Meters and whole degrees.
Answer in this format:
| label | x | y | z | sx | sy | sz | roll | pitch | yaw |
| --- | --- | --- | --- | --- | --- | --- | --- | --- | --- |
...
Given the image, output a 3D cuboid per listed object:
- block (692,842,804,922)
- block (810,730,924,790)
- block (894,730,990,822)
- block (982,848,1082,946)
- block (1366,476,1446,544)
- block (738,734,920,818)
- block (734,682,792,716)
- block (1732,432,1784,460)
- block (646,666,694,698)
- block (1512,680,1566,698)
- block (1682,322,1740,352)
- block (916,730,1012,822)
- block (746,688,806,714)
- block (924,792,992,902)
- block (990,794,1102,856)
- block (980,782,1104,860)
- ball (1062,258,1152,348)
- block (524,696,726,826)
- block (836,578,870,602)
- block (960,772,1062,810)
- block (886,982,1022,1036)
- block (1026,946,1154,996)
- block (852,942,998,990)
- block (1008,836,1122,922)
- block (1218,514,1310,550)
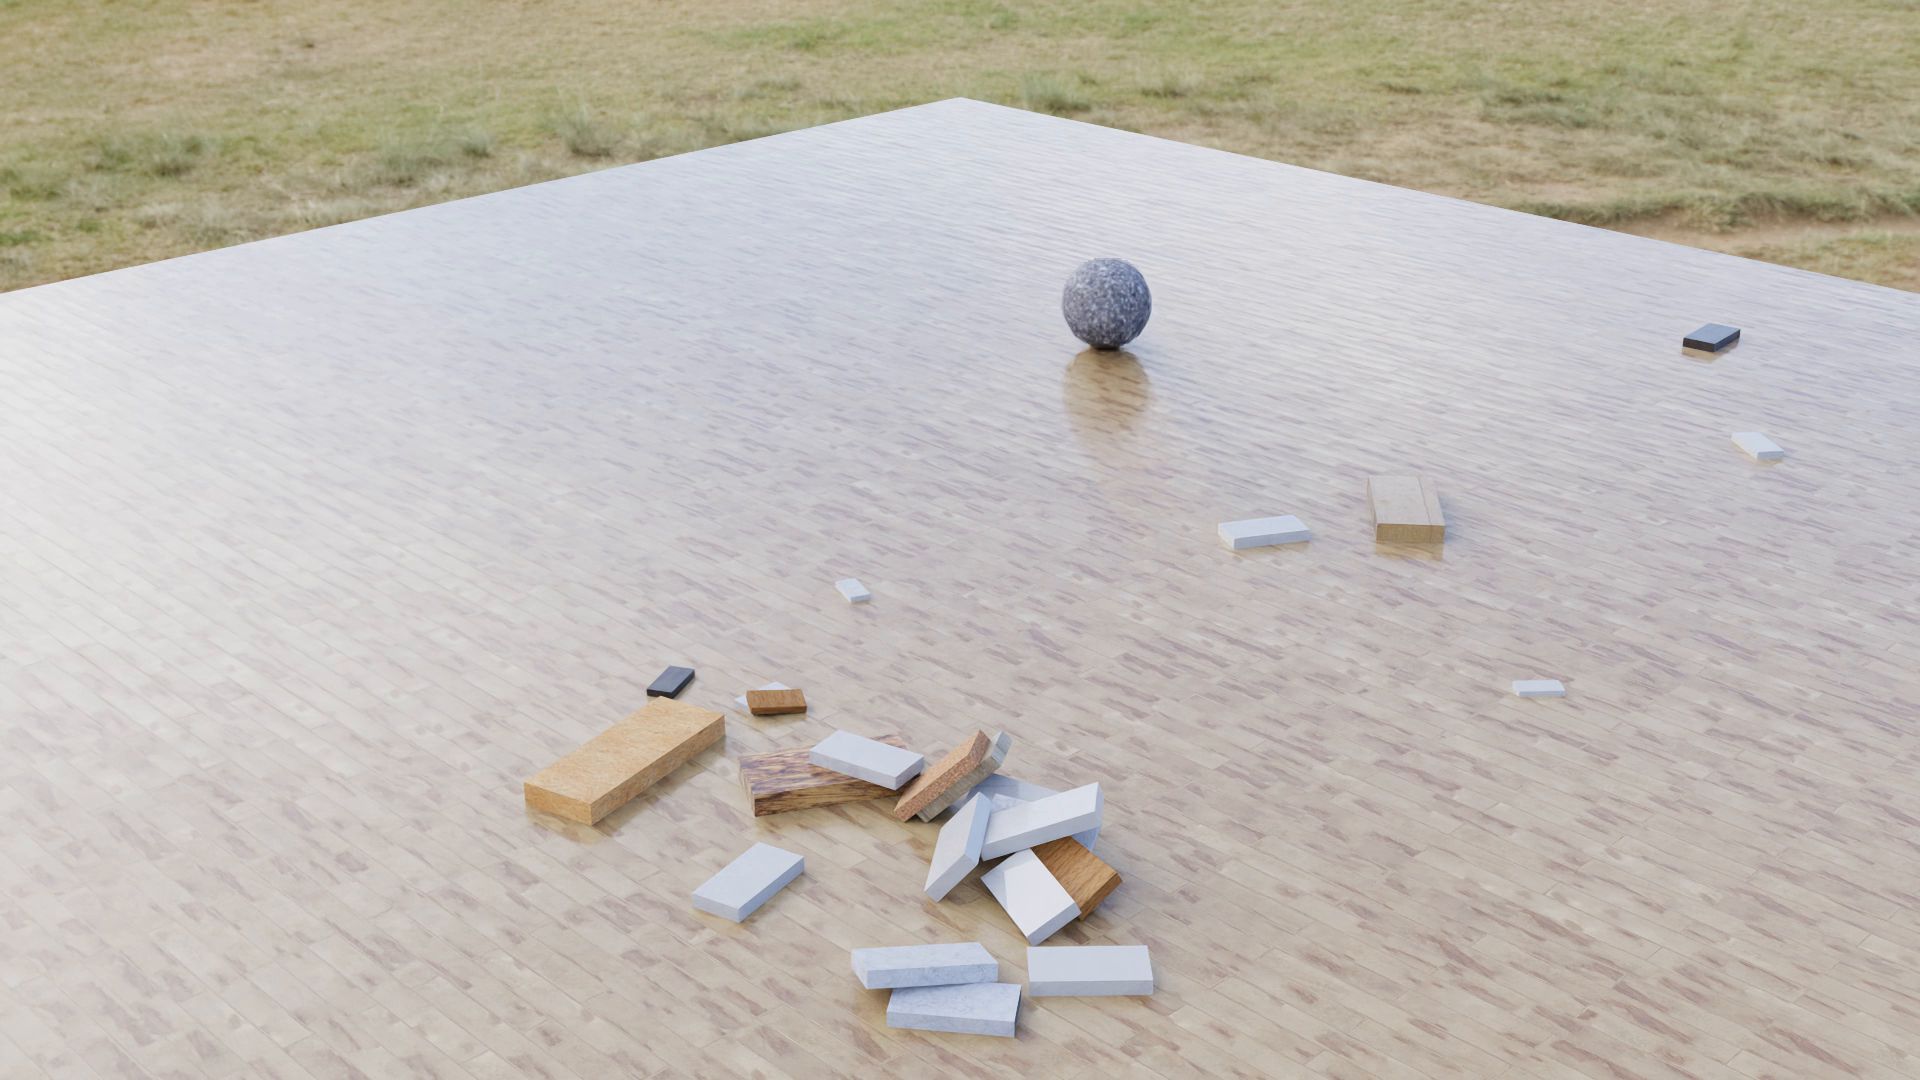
| label | x | y | z | sx | sy | sz | roll | pitch | yaw |
| --- | --- | --- | --- | --- | --- | --- | --- | --- | --- |
| block | -0.402 | 0.650 | 4.189 | 0.108 | 0.030 | 0.215 | 13 | 26 | 28 |
| block | -0.192 | 0.452 | 4.531 | 0.213 | 0.030 | 0.107 | 14 | 27 | 29 |
| block | -0.036 | 0.474 | 4.423 | 0.215 | 0.030 | 0.108 | -40 | 9 | 25 |
| block | 0.131 | 0.662 | 4.100 | 0.108 | 0.031 | 0.217 | -35 | 31 | -7 |
| block | 1.193 | -0.085 | 5.899 | 0.174 | 0.049 | 0.347 | 2 | 23 | 5 |
| block | -0.273 | 0.485 | 4.555 | 0.347 | 0.049 | 0.174 | -7 | 24 | -15 |
| block | -0.436 | 0.353 | 4.906 | 0.062 | 0.018 | 0.124 | 21 | 30 | 40 |
| block | 2.313 | -0.274 | 6.379 | 0.080 | 0.023 | 0.160 | -3 | 23 | -7 |
| block | -0.654 | 0.322 | 4.979 | 0.062 | 0.018 | 0.124 | 7 | 24 | 16 |
| block | 1.303 | 0.335 | 4.953 | 0.104 | 0.015 | 0.052 | -1 | 23 | -2 |
| block | 2.498 | -0.673 | 7.308 | 0.107 | 0.030 | 0.213 | 18 | 29 | 37 |
| block | 0.008 | 0.476 | 4.419 | 0.215 | 0.030 | 0.108 | -40 | 9 | 25 |
| block | -0.406 | 0.357 | 4.863 | 0.124 | 0.018 | 0.062 | 0 | 34 | -18 |
| block | -0.003 | 0.589 | 4.231 | 0.033 | 0.118 | 0.236 | 40 | 22 | -9 |
| block | 0.154 | 0.574 | 4.295 | 0.221 | 0.031 | 0.110 | 11 | 60 | 24 |
| block | 0.156 | 0.540 | 4.220 | 0.240 | 0.033 | 0.118 | -19 | 18 | 14 |
| ball | 0.482 | -0.774 | 7.211 | 0.293 | 0.293 | 0.293 | 0 | 23 | 0 |
| block | -0.698 | 0.458 | 4.620 | 0.174 | 0.049 | 0.449 | 13 | 26 | 28 |
| block | -0.265 | 0.124 | 5.449 | 0.052 | 0.015 | 0.104 | -10 | 25 | -22 |
| block | 0.119 | 0.537 | 4.375 | 0.220 | 0.031 | 0.110 | 13 | 58 | 25 |
| block | -0.009 | 0.808 | 3.817 | 0.221 | 0.031 | 0.110 | 3 | 23 | 7 |
| block | 0.230 | 0.767 | 3.915 | 0.217 | 0.031 | 0.108 | -1 | 23 | -1 |
| block | -0.063 | 0.750 | 3.881 | 0.236 | 0.033 | 0.118 | 0 | 8 | -16 |
| block | 0.198 | 0.625 | 4.172 | 0.108 | 0.031 | 0.217 | -42 | 40 | -13 |
| block | 0.797 | -0.022 | 5.773 | 0.213 | 0.030 | 0.107 | -7 | 24 | -15 |
